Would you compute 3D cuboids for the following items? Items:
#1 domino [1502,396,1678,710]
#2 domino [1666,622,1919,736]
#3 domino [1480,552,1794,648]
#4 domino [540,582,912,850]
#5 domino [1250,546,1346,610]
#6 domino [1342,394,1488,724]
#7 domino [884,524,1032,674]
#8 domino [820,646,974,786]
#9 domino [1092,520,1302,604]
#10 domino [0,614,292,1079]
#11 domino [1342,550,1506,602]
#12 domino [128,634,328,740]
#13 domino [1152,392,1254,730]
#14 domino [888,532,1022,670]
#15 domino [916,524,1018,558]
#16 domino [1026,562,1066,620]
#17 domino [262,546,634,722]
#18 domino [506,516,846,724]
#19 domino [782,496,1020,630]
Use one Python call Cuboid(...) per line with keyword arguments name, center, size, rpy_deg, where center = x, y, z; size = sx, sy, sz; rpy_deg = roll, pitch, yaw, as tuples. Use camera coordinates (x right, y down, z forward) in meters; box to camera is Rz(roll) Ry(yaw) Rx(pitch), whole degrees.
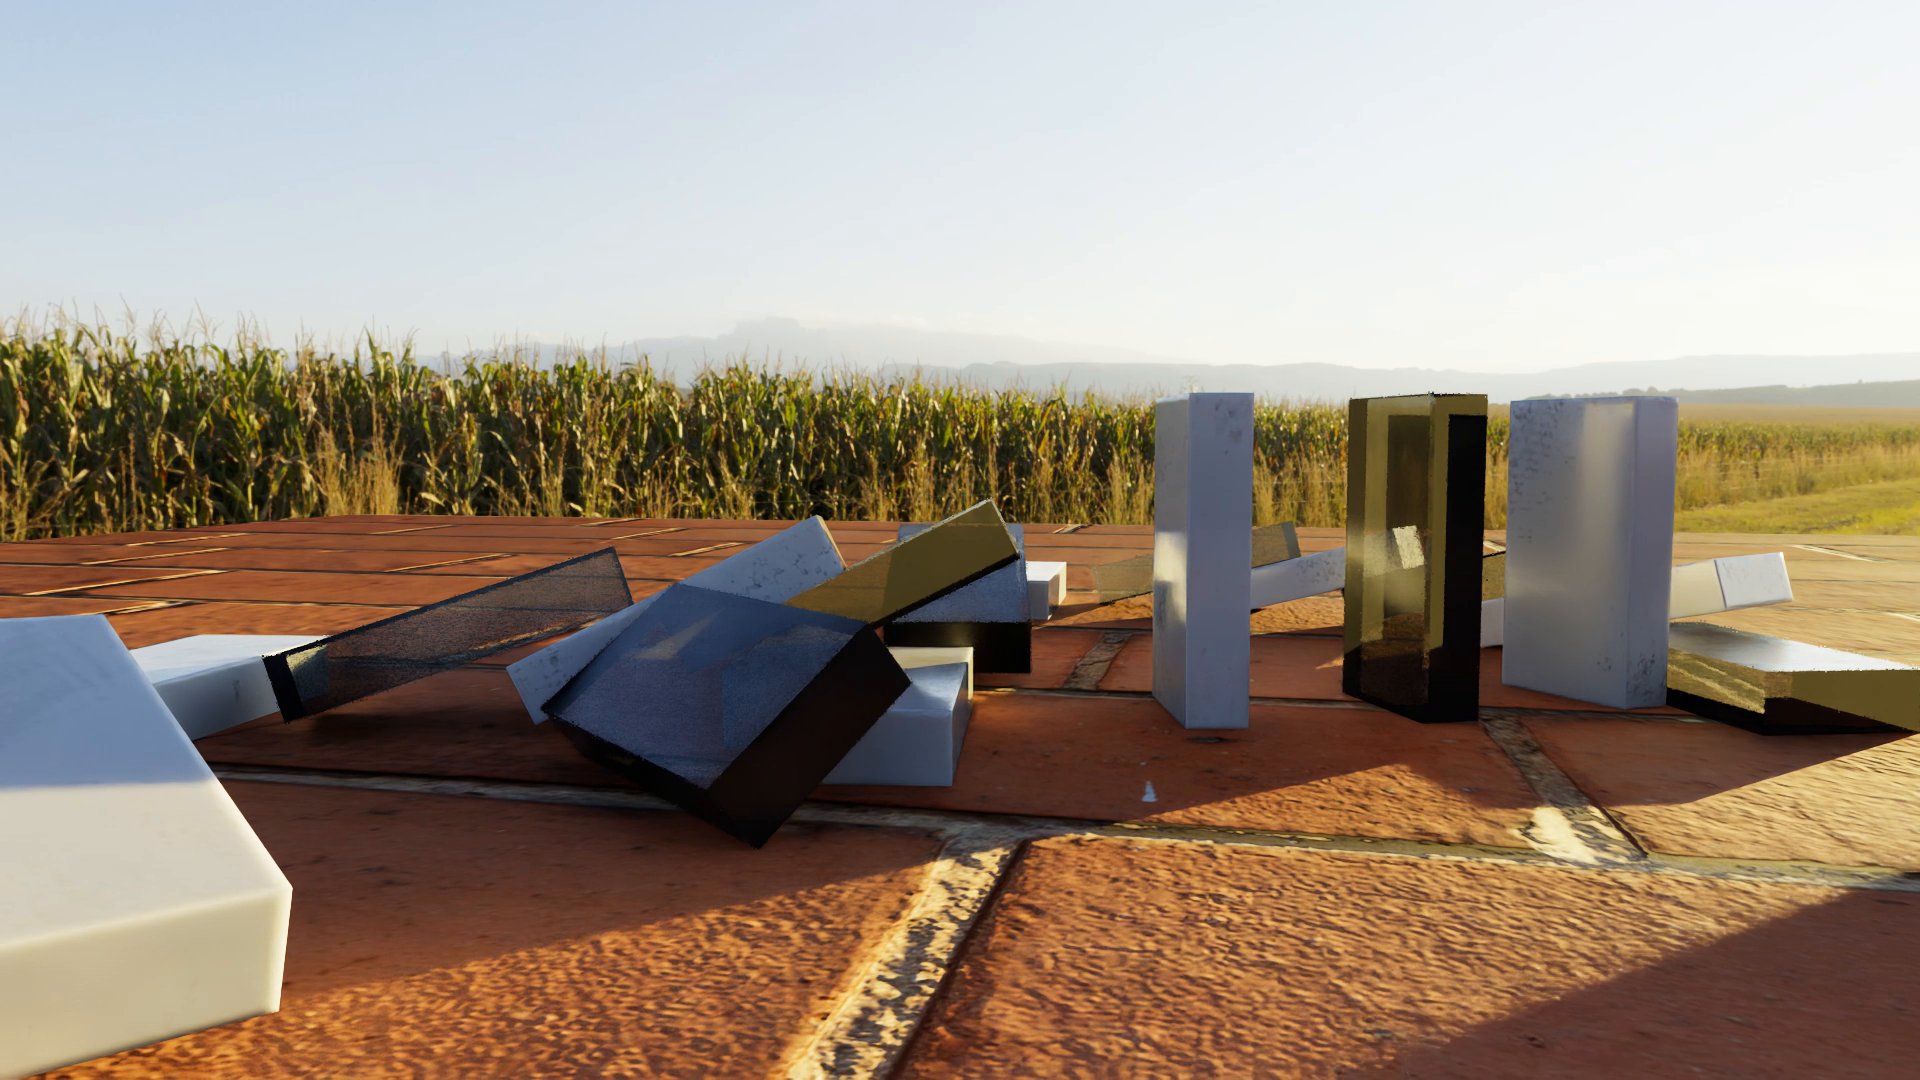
Cuboid(name="domino", center=(0.105, 0.001, 0.216), size=(0.009, 0.050, 0.025), rpy_deg=(-2, 5, -24))
Cuboid(name="domino", center=(0.127, 0.022, 0.213), size=(0.025, 0.009, 0.050), rpy_deg=(0, 4, -5))
Cuboid(name="domino", center=(0.132, 0.012, 0.254), size=(0.025, 0.009, 0.050), rpy_deg=(-3, -10, -33))
Cuboid(name="domino", center=(-0.031, 0.019, 0.158), size=(0.025, 0.009, 0.050), rpy_deg=(-46, 28, -25))
Cuboid(name="domino", center=(0.090, 0.007, 0.311), size=(0.050, 0.009, 0.025), rpy_deg=(-16, -6, 30))
Cuboid(name="domino", center=(0.073, 0.002, 0.207), size=(0.009, 0.050, 0.025), rpy_deg=(-1, 4, -11))
Cuboid(name="domino", center=(0.000, 0.010, 0.241), size=(0.025, 0.010, 0.050), rpy_deg=(0, 20, 1))
Cuboid(name="domino", center=(-0.012, 0.024, 0.185), size=(0.025, 0.010, 0.050), rpy_deg=(0, 4, 4))
Cuboid(name="domino", center=(0.060, 0.006, 0.331), size=(0.050, 0.009, 0.025), rpy_deg=(-13, -3, 3))
Cuboid(name="domino", center=(-0.071, 0.020, 0.093), size=(0.025, 0.010, 0.050), rpy_deg=(-1, 20, -46))
Cuboid(name="domino", center=(0.114, 0.009, 0.286), size=(0.050, 0.009, 0.025), rpy_deg=(-19, -10, 43))
Cuboid(name="domino", center=(-0.122, 0.023, 0.197), size=(0.025, 0.010, 0.050), rpy_deg=(0, 4, 4))
Cuboid(name="domino", center=(0.038, 0.002, 0.202), size=(0.010, 0.050, 0.025), rpy_deg=(0, 4, -3))
Cuboid(name="domino", center=(-0.001, 0.011, 0.265), size=(0.025, 0.009, 0.050), rpy_deg=(0, 20, 1))
Cuboid(name="domino", center=(0.001, 0.009, 0.300), size=(0.025, 0.009, 0.050), rpy_deg=(0, 20, 2))
Cuboid(name="domino", center=(0.013, 0.013, 0.337), size=(0.025, 0.010, 0.050), rpy_deg=(1, 4, 10))
Cuboid(name="domino", center=(-0.077, 0.014, 0.198), size=(0.050, 0.010, 0.025), rpy_deg=(-19, 1, -17))
Cuboid(name="domino", center=(-0.042, 0.012, 0.200), size=(0.050, 0.010, 0.025), rpy_deg=(-26, 2, -4))
Cuboid(name="domino", center=(-0.015, 0.009, 0.201), size=(0.050, 0.009, 0.025), rpy_deg=(-26, 2, 3))
